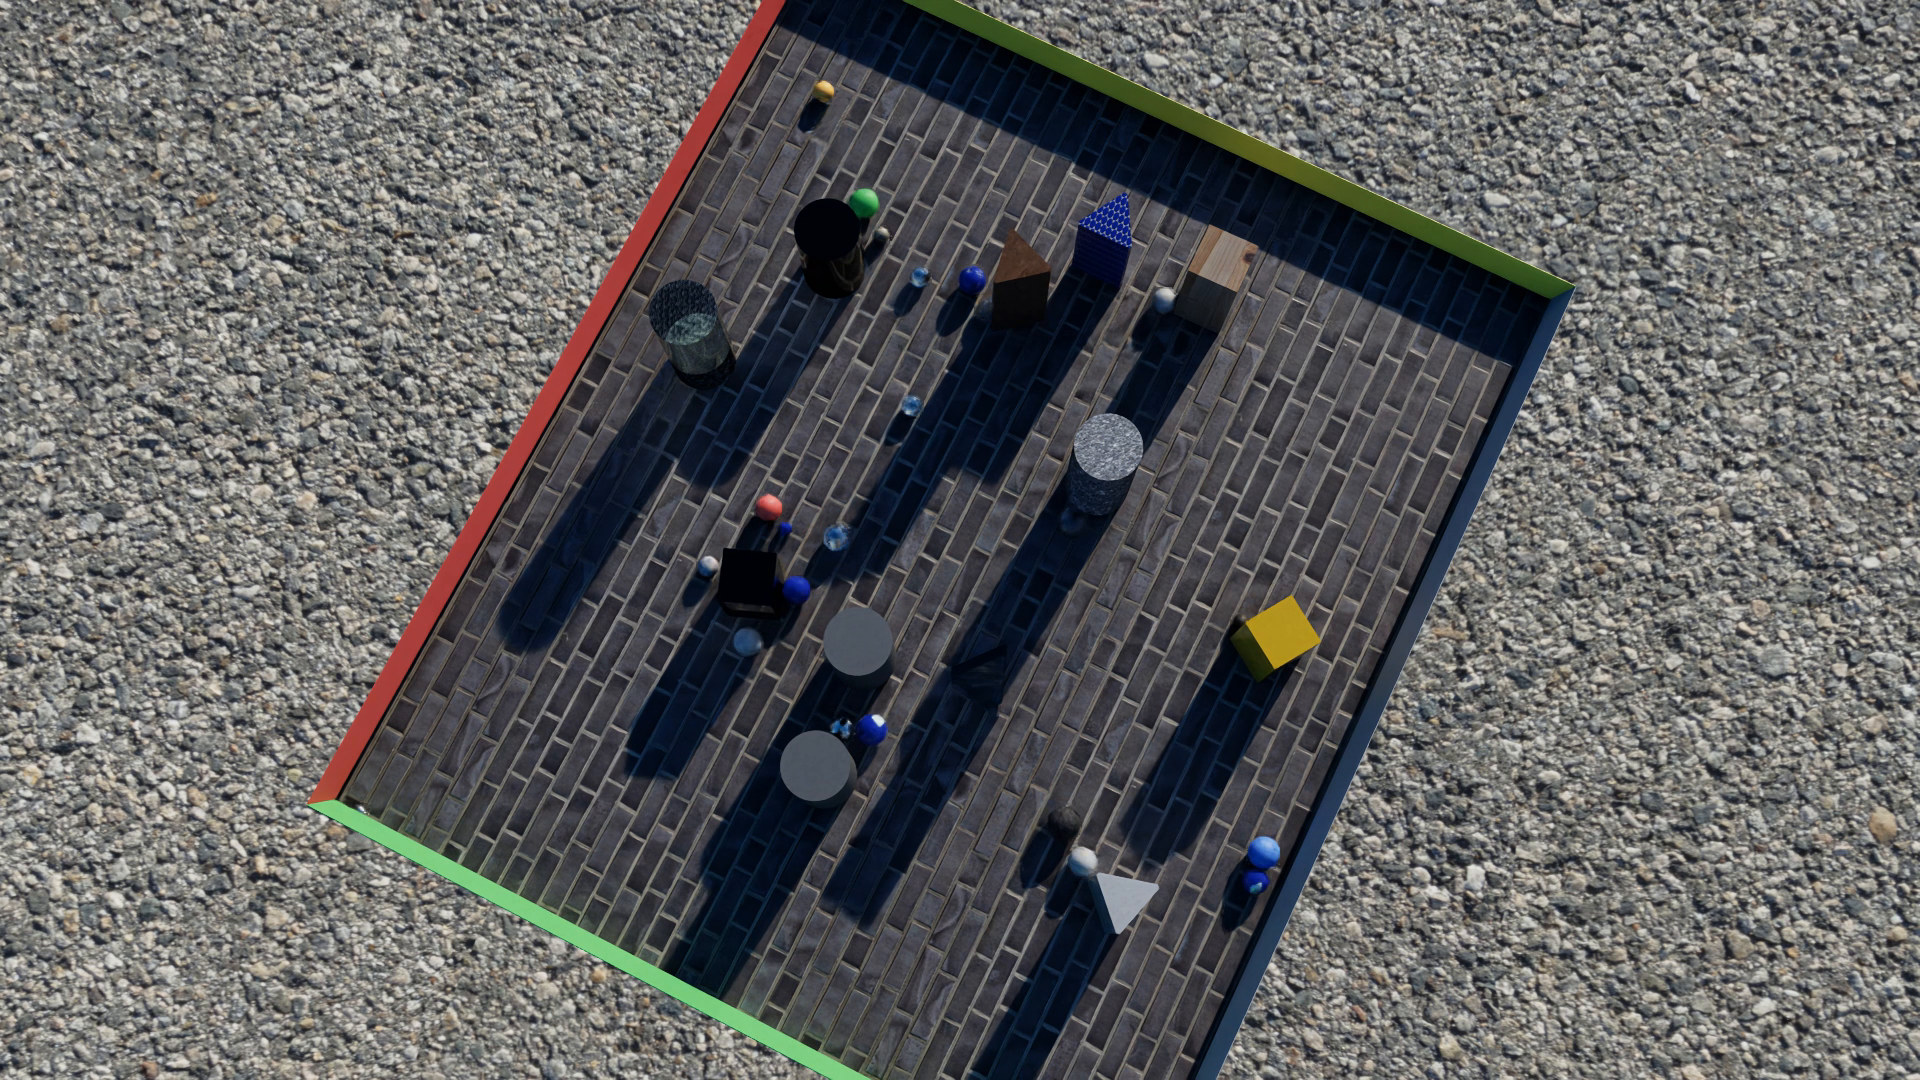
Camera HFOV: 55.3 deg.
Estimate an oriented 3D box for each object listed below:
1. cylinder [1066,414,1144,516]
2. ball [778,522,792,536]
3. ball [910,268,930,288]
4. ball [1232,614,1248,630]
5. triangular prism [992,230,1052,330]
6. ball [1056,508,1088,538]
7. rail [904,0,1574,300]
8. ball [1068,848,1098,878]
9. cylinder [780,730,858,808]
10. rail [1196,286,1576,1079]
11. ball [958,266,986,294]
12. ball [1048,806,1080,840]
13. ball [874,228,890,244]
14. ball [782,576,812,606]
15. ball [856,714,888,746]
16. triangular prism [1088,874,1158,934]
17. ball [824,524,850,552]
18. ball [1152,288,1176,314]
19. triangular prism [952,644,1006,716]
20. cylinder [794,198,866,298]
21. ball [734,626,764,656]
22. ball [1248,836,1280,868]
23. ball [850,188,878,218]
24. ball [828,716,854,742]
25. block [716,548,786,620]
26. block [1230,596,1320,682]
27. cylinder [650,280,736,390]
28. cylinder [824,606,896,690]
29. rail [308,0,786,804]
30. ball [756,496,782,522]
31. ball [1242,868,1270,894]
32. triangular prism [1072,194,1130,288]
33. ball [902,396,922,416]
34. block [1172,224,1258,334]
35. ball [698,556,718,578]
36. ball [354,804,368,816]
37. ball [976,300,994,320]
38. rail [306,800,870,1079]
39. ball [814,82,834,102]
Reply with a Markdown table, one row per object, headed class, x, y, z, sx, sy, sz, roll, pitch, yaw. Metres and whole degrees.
| class | x | y | z | sx | sy | sz | roll | pitch | yaw |
| --- | --- | --- | --- | --- | --- | --- | --- | --- | --- |
| cylinder | 0.422 | -0.219 | 5.429 | 0.198 | 0.455 | 0.198 | 0 | 78 | 0 |
| ball | -0.534 | -0.035 | 5.602 | 0.042 | 0.042 | 0.042 | 0 | 78 | 0 |
| ball | -0.128 | -0.825 | 5.755 | 0.063 | 0.063 | 0.063 | 0 | 78 | 0 |
| ball | 0.848 | 0.249 | 5.540 | 0.048 | 0.048 | 0.048 | 0 | 78 | 0 |
| triangular prism | 0.166 | -0.792 | 5.551 | 0.171 | 0.449 | 0.148 | -13 | 79 | -3 |
| ball | 0.341 | -0.053 | 5.580 | 0.094 | 0.094 | 0.094 | 0 | 78 | 0 |
| rail | 0.687 | -1.339 | 5.827 | 2.692 | 0.128 | 0.045 | 26 | 80 | 5 |
| ball | 0.360 | 0.945 | 5.377 | 0.087 | 0.087 | 0.087 | 0 | 78 | 0 |
| cylinder | -0.405 | 0.667 | 5.297 | 0.198 | 0.356 | 0.198 | 0 | 78 | 0 |
| rail | 1.183 | 0.586 | 5.429 | 0.045 | 0.128 | 3.120 | 26 | 80 | 5 |
| ball | 0.039 | -0.813 | 5.740 | 0.088 | 0.088 | 0.088 | 0 | 78 | 0 |
| ball | 0.306 | 0.832 | 5.394 | 0.099 | 0.099 | 0.099 | 0 | 78 | 0 |
| ball | -0.247 | -0.963 | 5.791 | 0.049 | 0.049 | 0.049 | 0 | 78 | 0 |
| ball | -0.494 | 0.153 | 5.540 | 0.088 | 0.088 | 0.088 | 0 | 78 | 0 |
| ball | -0.262 | 0.564 | 5.452 | 0.094 | 0.094 | 0.094 | 0 | 78 | 0 |
| triangular prism | 0.430 | 1.001 | 5.199 | 0.148 | 0.412 | 0.171 | 41 | 81 | 8 |
| ball | -0.375 | -0.006 | 5.577 | 0.080 | 0.080 | 0.080 | 0 | 78 | 0 |
| ball | 0.639 | -0.747 | 5.731 | 0.079 | 0.079 | 0.079 | 0 | 78 | 0 |
| triangular prism | 0.087 | 0.391 | 5.360 | 0.171 | 0.345 | 0.148 | 35 | 80 | 7 |
| cylinder | -0.397 | -0.891 | 5.628 | 0.198 | 0.340 | 0.198 | 0 | 78 | 0 |
| ball | -0.635 | 0.304 | 5.509 | 0.088 | 0.088 | 0.088 | 0 | 78 | 0 |
| ball | 0.892 | 0.918 | 5.379 | 0.094 | 0.094 | 0.094 | 0 | 78 | 0 |
| ball | -0.303 | -1.063 | 5.789 | 0.093 | 0.093 | 0.093 | 0 | 78 | 0 |
| ball | -0.354 | 0.563 | 5.461 | 0.077 | 0.077 | 0.077 | 0 | 78 | 0 |
| block | -0.618 | 0.134 | 5.452 | 0.158 | 0.268 | 0.158 | 6 | 78 | 1 |
| block | 0.925 | 0.295 | 5.396 | 0.158 | 0.312 | 0.158 | -30 | 80 | -6 |
| cylinder | -0.799 | -0.611 | 5.510 | 0.198 | 0.457 | 0.198 | 0 | 78 | 0 |
| cylinder | -0.290 | 0.322 | 5.375 | 0.198 | 0.343 | 0.198 | 0 | 78 | 0 |
| rail | -1.183 | -0.572 | 5.668 | 0.045 | 0.128 | 3.120 | 26 | 80 | 5 |
| ball | -0.583 | -0.097 | 5.596 | 0.080 | 0.080 | 0.080 | 0 | 78 | 0 |
| ball | 0.867 | 0.999 | 5.370 | 0.077 | 0.077 | 0.077 | 0 | 78 | 0 |
| triangular prism | 0.462 | -0.934 | 5.628 | 0.171 | 0.357 | 0.148 | 26 | 80 | 5 |
| ball | -0.150 | -0.415 | 5.670 | 0.063 | 0.063 | 0.063 | 0 | 78 | 0 |
| block | 0.775 | -0.789 | 5.580 | 0.158 | 0.391 | 0.158 | 25 | 79 | 5 |
| ball | -0.764 | 0.082 | 5.568 | 0.063 | 0.063 | 0.063 | 0 | 78 | 0 |
| ball | -1.777 | 0.804 | 5.428 | 0.044 | 0.044 | 0.044 | 0 | 78 | 0 |
| ball | 0.080 | -0.718 | 5.734 | 0.061 | 0.061 | 0.061 | 0 | 78 | 0 |
| rail | -0.687 | 1.352 | 5.270 | 2.692 | 0.128 | 0.045 | 26 | 80 | 5 |
| ball | -0.436 | -1.438 | 5.881 | 0.065 | 0.065 | 0.065 | 0 | 78 | 0 |
